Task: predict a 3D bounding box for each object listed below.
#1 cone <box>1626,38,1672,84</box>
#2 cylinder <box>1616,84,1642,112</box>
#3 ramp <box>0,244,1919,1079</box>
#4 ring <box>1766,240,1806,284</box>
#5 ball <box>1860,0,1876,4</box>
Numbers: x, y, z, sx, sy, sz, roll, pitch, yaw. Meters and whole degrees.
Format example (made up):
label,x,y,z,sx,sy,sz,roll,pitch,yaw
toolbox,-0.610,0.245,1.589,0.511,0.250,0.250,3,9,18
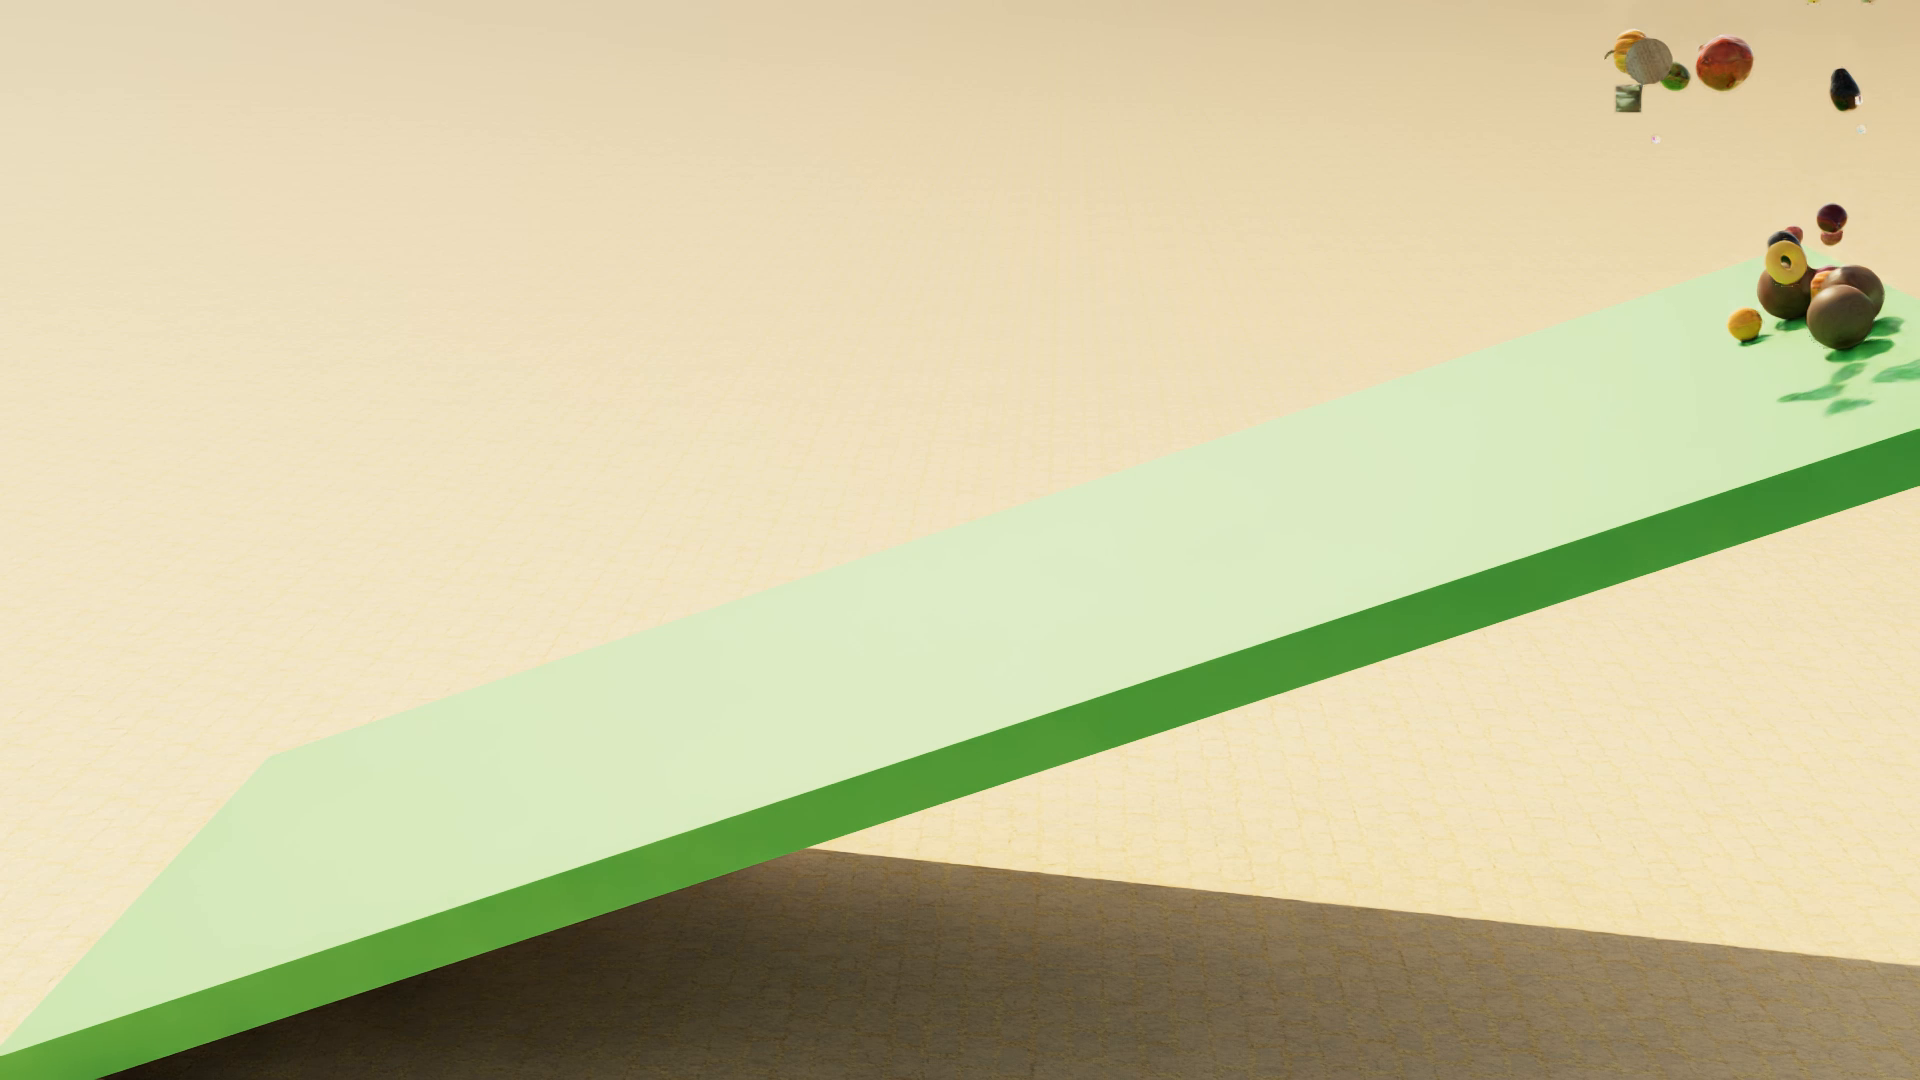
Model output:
label,x,y,z,sx,sy,sz,roll,pitch,yaw
cone,1.387,-0.961,5.926,0.092,0.092,0.092,3,5,12
cylinder,1.371,-0.906,6.034,0.053,0.053,0.053,-2,13,0
ramp,0.110,0.179,6.302,4.000,0.100,2.000,-19,11,6
ring,1.642,-0.552,5.846,0.088,0.088,0.029,-4,-8,-17
ball,1.788,-1.084,5.788,0.054,0.054,0.054,0,12,0
